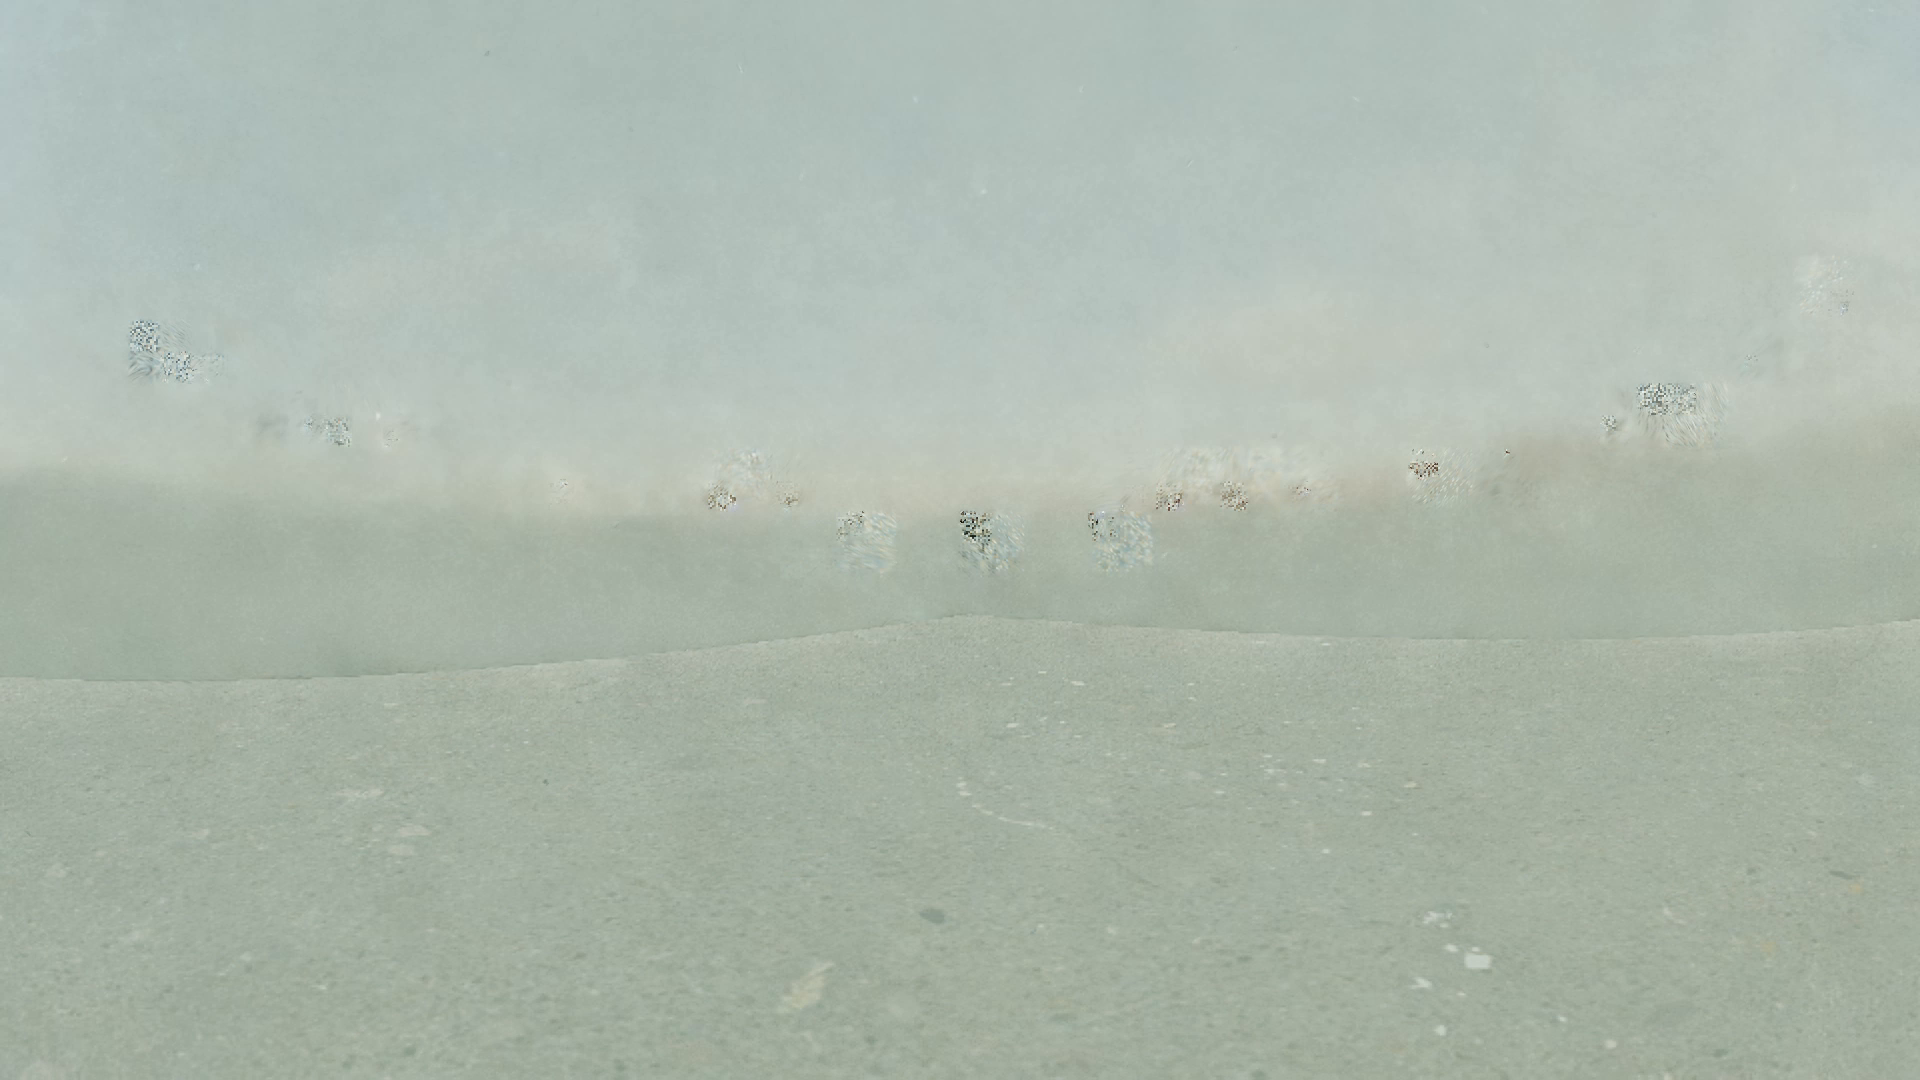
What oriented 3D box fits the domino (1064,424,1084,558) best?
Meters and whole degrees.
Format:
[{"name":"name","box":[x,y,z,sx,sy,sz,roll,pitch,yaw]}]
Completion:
[{"name":"domino","box":[0.050,-0.019,0.483,0.025,0.050,0.010,-2,5,-21]}]

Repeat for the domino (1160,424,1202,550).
[{"name":"domino","box":[0.090,-0.022,0.525,0.010,0.050,0.025,-1,4,-7]}]

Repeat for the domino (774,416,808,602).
[{"name":"domino","box":[-0.038,-0.009,0.352,0.025,0.050,0.010,-1,5,-18]}]

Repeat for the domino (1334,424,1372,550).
[{"name":"domino","box":[0.160,-0.022,0.522,0.009,0.050,0.025,0,4,6]}]

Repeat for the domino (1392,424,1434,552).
[{"name":"domino","box":[0.183,-0.021,0.519,0.010,0.050,0.025,1,4,7]}]

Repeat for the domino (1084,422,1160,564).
[{"name":"domino","box":[0.058,-0.017,0.462,0.025,0.050,0.009,-1,4,-10]}]

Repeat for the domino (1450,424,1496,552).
[{"name":"domino","box":[0.206,-0.021,0.516,0.009,0.050,0.025,1,4,7]}]

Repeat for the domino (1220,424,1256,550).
[{"name":"domino","box":[0.113,-0.022,0.526,0.010,0.050,0.025,0,4,2]}]

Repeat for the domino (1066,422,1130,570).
[{"name":"domino","box":[0.047,-0.016,0.443,0.010,0.050,0.025,-2,5,-27]}]

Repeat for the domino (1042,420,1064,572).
[{"name":"domino","box":[0.025,-0.015,0.435,0.009,0.050,0.025,-2,5,-22]}]

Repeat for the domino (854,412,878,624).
[{"name":"domino","box":[-0.013,-0.006,0.313,0.025,0.050,0.010,-3,5,-34]}]

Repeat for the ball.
[{"name":"ball","box":[0.000,-0.002,0.056,0.080,0.080,0.080,0,4,0]}]

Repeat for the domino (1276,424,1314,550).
[{"name":"domino","box":[0.137,-0.022,0.524,0.010,0.050,0.025,0,4,5]}]

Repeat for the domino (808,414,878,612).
[{"name":"domino","box":[-0.026,-0.007,0.332,0.025,0.050,0.009,-3,5,-35]}]

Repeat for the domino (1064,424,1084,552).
[{"name":"domino","box":[0.050,-0.020,0.505,0.025,0.050,0.010,3,5,33]}]

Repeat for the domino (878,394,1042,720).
[{"name":"domino","box":[0.000,0.002,0.201,0.025,0.050,0.010,0,4,0]}]
